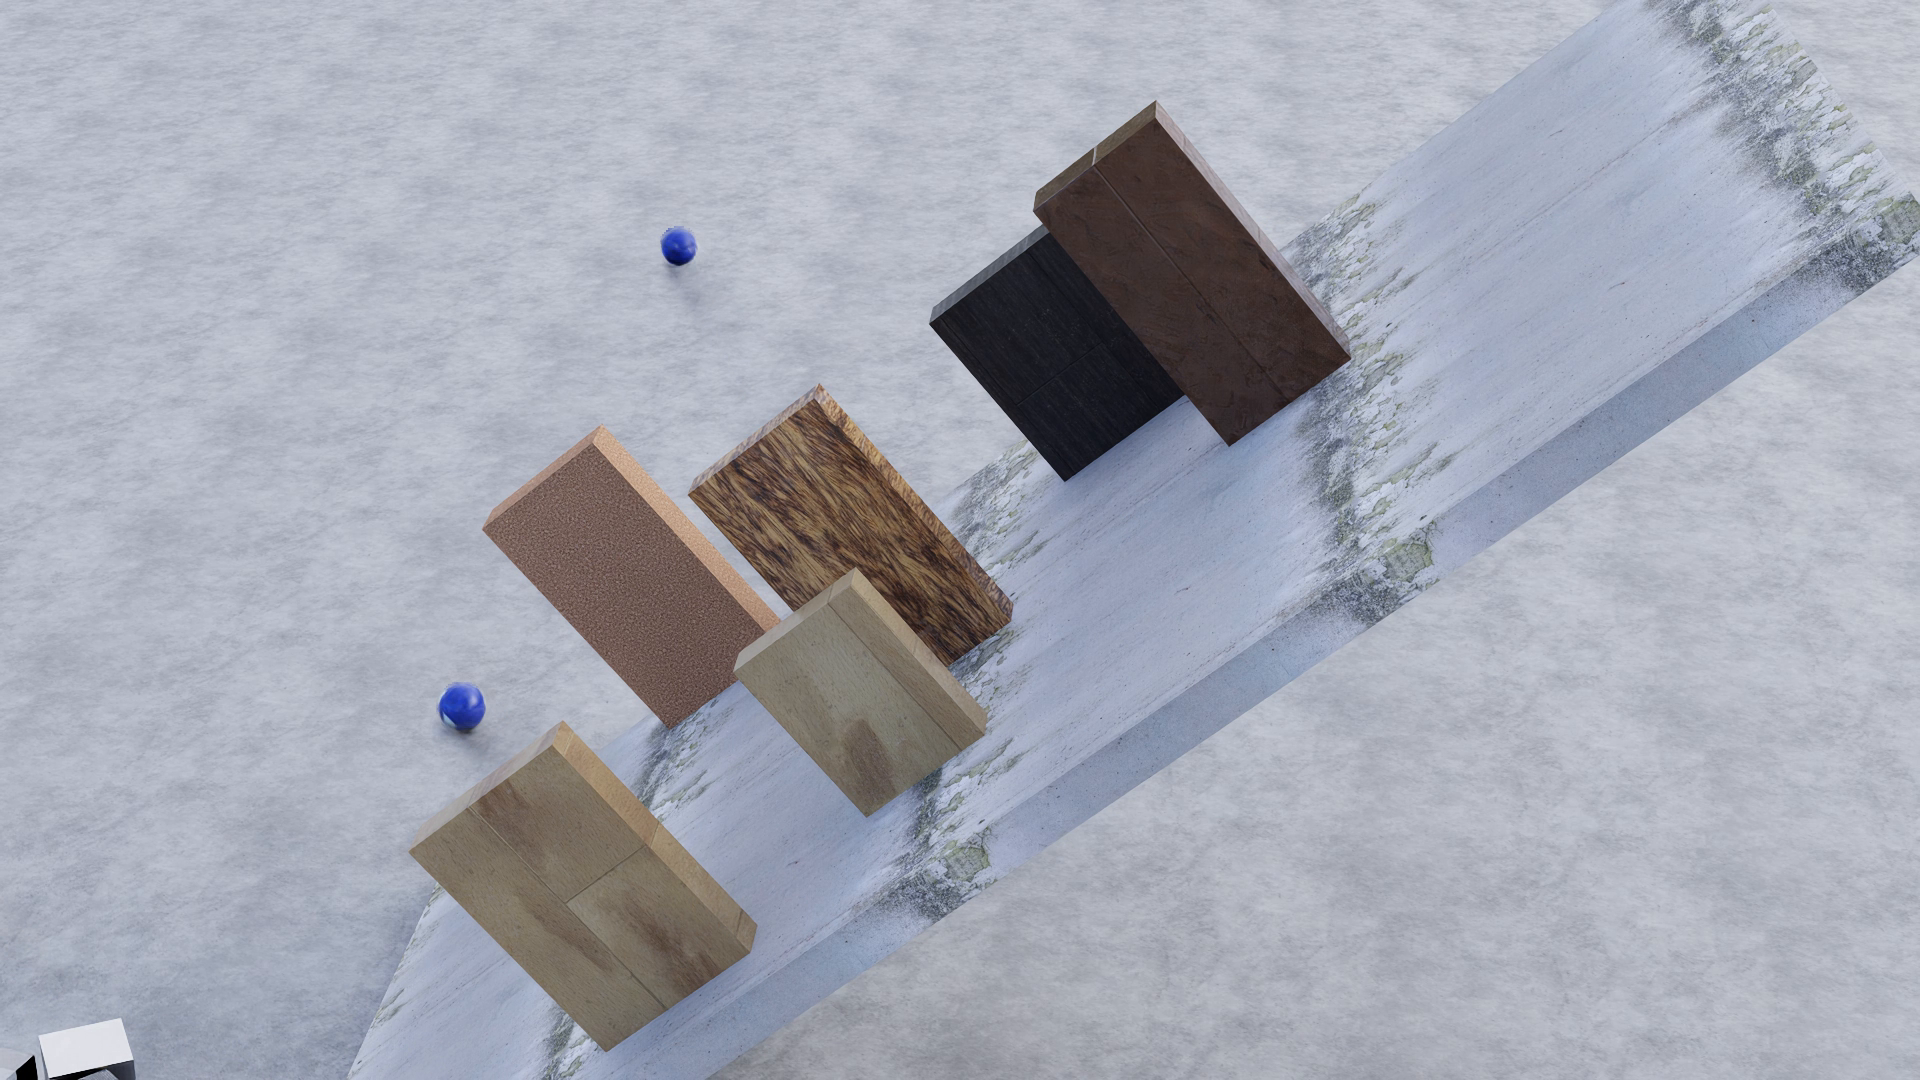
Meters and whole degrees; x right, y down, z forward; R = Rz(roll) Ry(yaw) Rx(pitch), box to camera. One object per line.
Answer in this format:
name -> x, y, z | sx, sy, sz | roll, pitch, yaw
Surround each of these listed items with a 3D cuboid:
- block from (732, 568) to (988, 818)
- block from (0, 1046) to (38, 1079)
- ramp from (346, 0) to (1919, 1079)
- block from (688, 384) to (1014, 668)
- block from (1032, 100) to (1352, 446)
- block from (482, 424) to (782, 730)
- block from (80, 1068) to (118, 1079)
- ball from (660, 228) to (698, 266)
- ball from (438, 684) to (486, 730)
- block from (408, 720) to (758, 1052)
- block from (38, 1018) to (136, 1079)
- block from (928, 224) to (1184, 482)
block -> -0.196, 0.304, 5.824 | 0.307, 0.408, 0.090 | -36, 16, 18
block -> -2.270, 1.296, 6.893 | 0.152, 0.152, 0.152 | 8, 25, 18
ramp -> 0.119, 0.186, 6.343 | 4.000, 0.100, 2.000 | -36, 16, 18
block -> -0.228, 0.021, 6.229 | 0.353, 0.641, 0.088 | -36, 16, 18
block -> 0.480, -0.545, 6.060 | 0.315, 0.651, 0.135 | -36, 16, 18
block -> -0.802, 0.096, 7.284 | 0.372, 0.695, 0.124 | -36, 16, 18
block -> -1.982, 1.357, 6.719 | 0.182, 0.182, 0.182 | -19, 30, -37
ball -> -1.211, -1.263, 12.672 | 0.157, 0.157, 0.157 | 0, 24, 0
ball -> -1.476, 0.494, 8.720 | 0.140, 0.140, 0.140 | 0, 24, 0
block -> -0.736, 0.684, 5.769 | 0.386, 0.575, 0.103 | -36, 16, 18
block -> -2.041, 1.271, 6.903 | 0.190, 0.190, 0.190 | -10, 26, -21
block -> 0.246, -0.445, 6.651 | 0.409, 0.487, 0.110 | -36, 16, 18
